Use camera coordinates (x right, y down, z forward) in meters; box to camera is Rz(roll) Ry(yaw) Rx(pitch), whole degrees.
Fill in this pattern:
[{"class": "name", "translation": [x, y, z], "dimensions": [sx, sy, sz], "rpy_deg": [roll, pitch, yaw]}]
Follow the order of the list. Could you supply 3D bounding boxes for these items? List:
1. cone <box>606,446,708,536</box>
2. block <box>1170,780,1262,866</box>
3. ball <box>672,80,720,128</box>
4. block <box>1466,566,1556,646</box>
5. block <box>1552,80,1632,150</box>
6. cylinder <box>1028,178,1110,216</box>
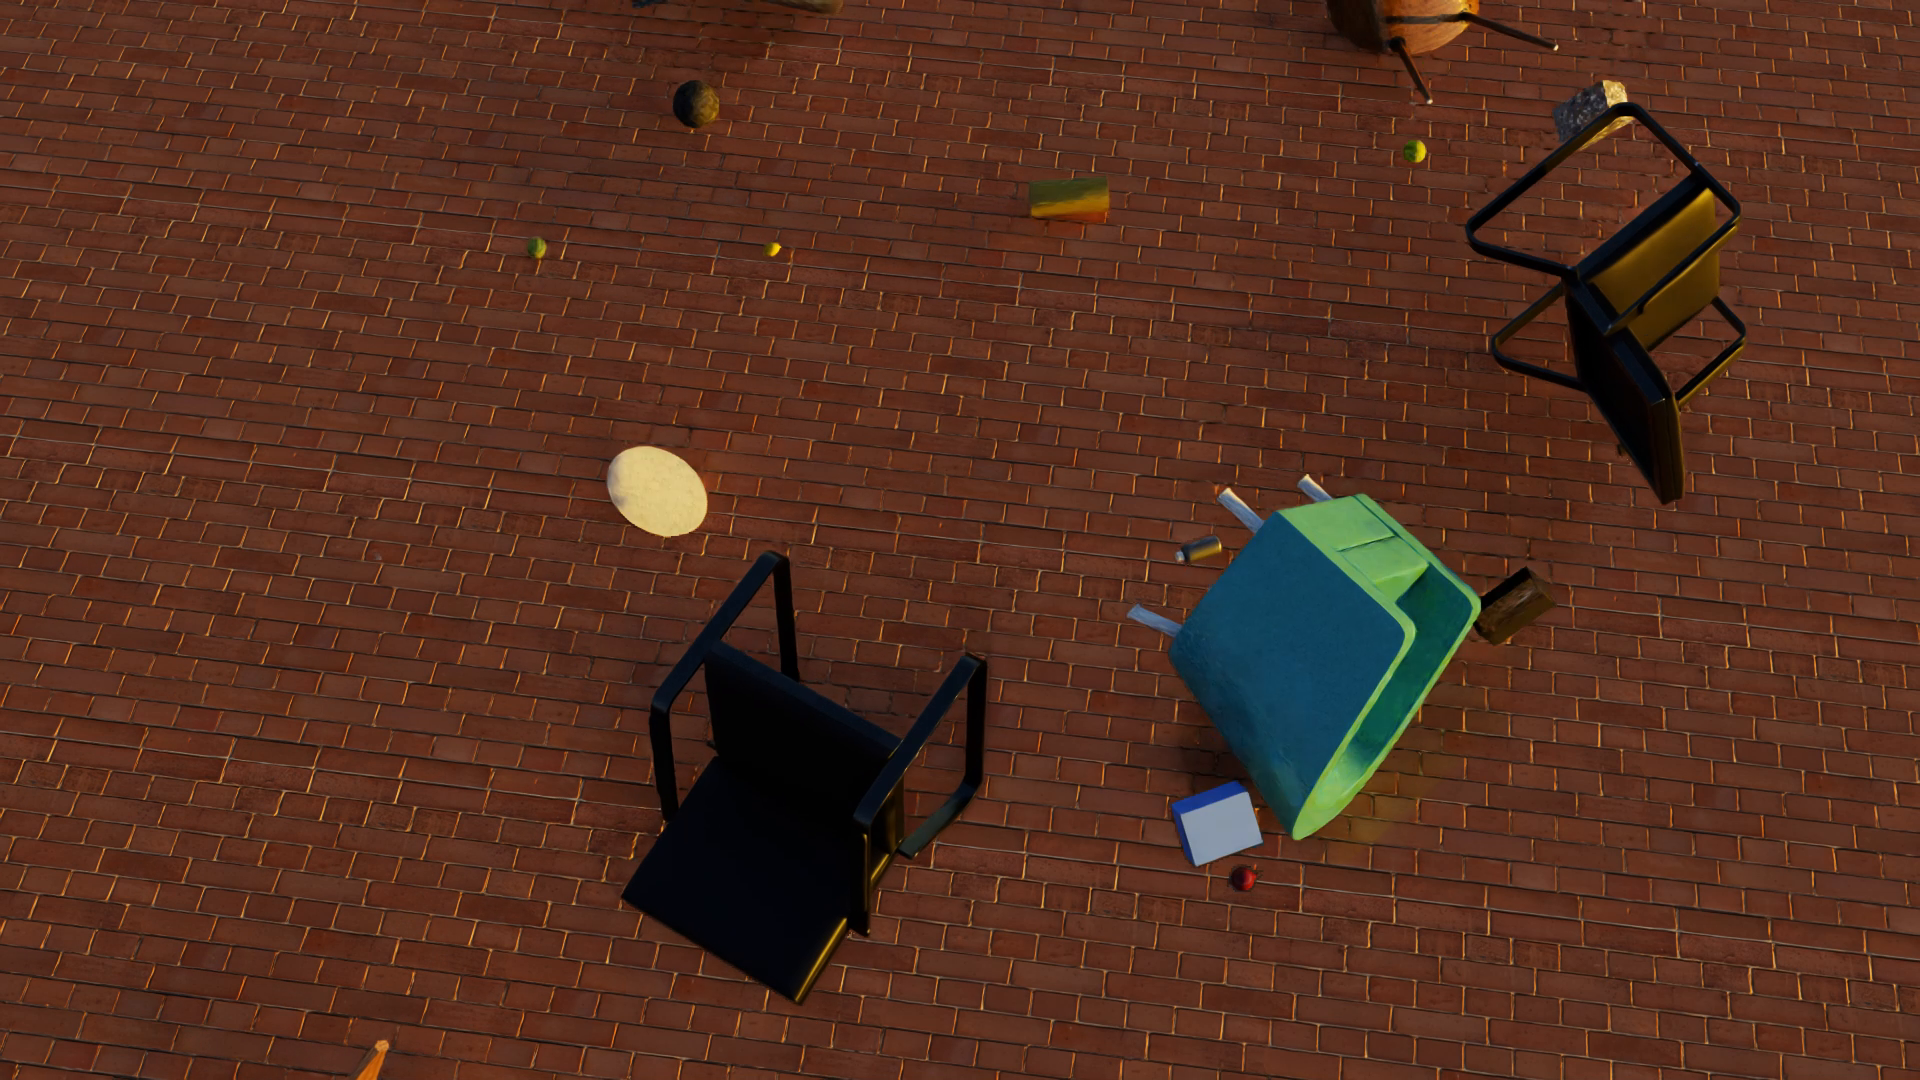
[{"class": "cone", "translation": [-0.920, -0.179, 6.620], "dimensions": [0.244, 0.331, 0.212], "rpy_deg": [-48, 22, 7]}, {"class": "block", "translation": [0.647, 0.714, 5.550], "dimensions": [0.181, 0.096, 0.143], "rpy_deg": [-19, 103, -6]}, {"class": "ball", "translation": [-0.897, -1.481, 7.473], "dimensions": [0.158, 0.158, 0.158], "rpy_deg": [0, 56, 0]}, {"class": "block", "translation": [1.512, 0.183, 6.038], "dimensions": [0.205, 0.094, 0.093], "rpy_deg": [-39, 42, 23]}, {"class": "block", "translation": [1.985, -1.334, 6.905], "dimensions": [0.099, 0.209, 0.127], "rpy_deg": [2, 72, -33]}, {"class": "cylinder", "translation": [0.358, -1.133, 7.265], "dimensions": [0.256, 0.116, 0.113], "rpy_deg": [-4, 64, -3]}]
